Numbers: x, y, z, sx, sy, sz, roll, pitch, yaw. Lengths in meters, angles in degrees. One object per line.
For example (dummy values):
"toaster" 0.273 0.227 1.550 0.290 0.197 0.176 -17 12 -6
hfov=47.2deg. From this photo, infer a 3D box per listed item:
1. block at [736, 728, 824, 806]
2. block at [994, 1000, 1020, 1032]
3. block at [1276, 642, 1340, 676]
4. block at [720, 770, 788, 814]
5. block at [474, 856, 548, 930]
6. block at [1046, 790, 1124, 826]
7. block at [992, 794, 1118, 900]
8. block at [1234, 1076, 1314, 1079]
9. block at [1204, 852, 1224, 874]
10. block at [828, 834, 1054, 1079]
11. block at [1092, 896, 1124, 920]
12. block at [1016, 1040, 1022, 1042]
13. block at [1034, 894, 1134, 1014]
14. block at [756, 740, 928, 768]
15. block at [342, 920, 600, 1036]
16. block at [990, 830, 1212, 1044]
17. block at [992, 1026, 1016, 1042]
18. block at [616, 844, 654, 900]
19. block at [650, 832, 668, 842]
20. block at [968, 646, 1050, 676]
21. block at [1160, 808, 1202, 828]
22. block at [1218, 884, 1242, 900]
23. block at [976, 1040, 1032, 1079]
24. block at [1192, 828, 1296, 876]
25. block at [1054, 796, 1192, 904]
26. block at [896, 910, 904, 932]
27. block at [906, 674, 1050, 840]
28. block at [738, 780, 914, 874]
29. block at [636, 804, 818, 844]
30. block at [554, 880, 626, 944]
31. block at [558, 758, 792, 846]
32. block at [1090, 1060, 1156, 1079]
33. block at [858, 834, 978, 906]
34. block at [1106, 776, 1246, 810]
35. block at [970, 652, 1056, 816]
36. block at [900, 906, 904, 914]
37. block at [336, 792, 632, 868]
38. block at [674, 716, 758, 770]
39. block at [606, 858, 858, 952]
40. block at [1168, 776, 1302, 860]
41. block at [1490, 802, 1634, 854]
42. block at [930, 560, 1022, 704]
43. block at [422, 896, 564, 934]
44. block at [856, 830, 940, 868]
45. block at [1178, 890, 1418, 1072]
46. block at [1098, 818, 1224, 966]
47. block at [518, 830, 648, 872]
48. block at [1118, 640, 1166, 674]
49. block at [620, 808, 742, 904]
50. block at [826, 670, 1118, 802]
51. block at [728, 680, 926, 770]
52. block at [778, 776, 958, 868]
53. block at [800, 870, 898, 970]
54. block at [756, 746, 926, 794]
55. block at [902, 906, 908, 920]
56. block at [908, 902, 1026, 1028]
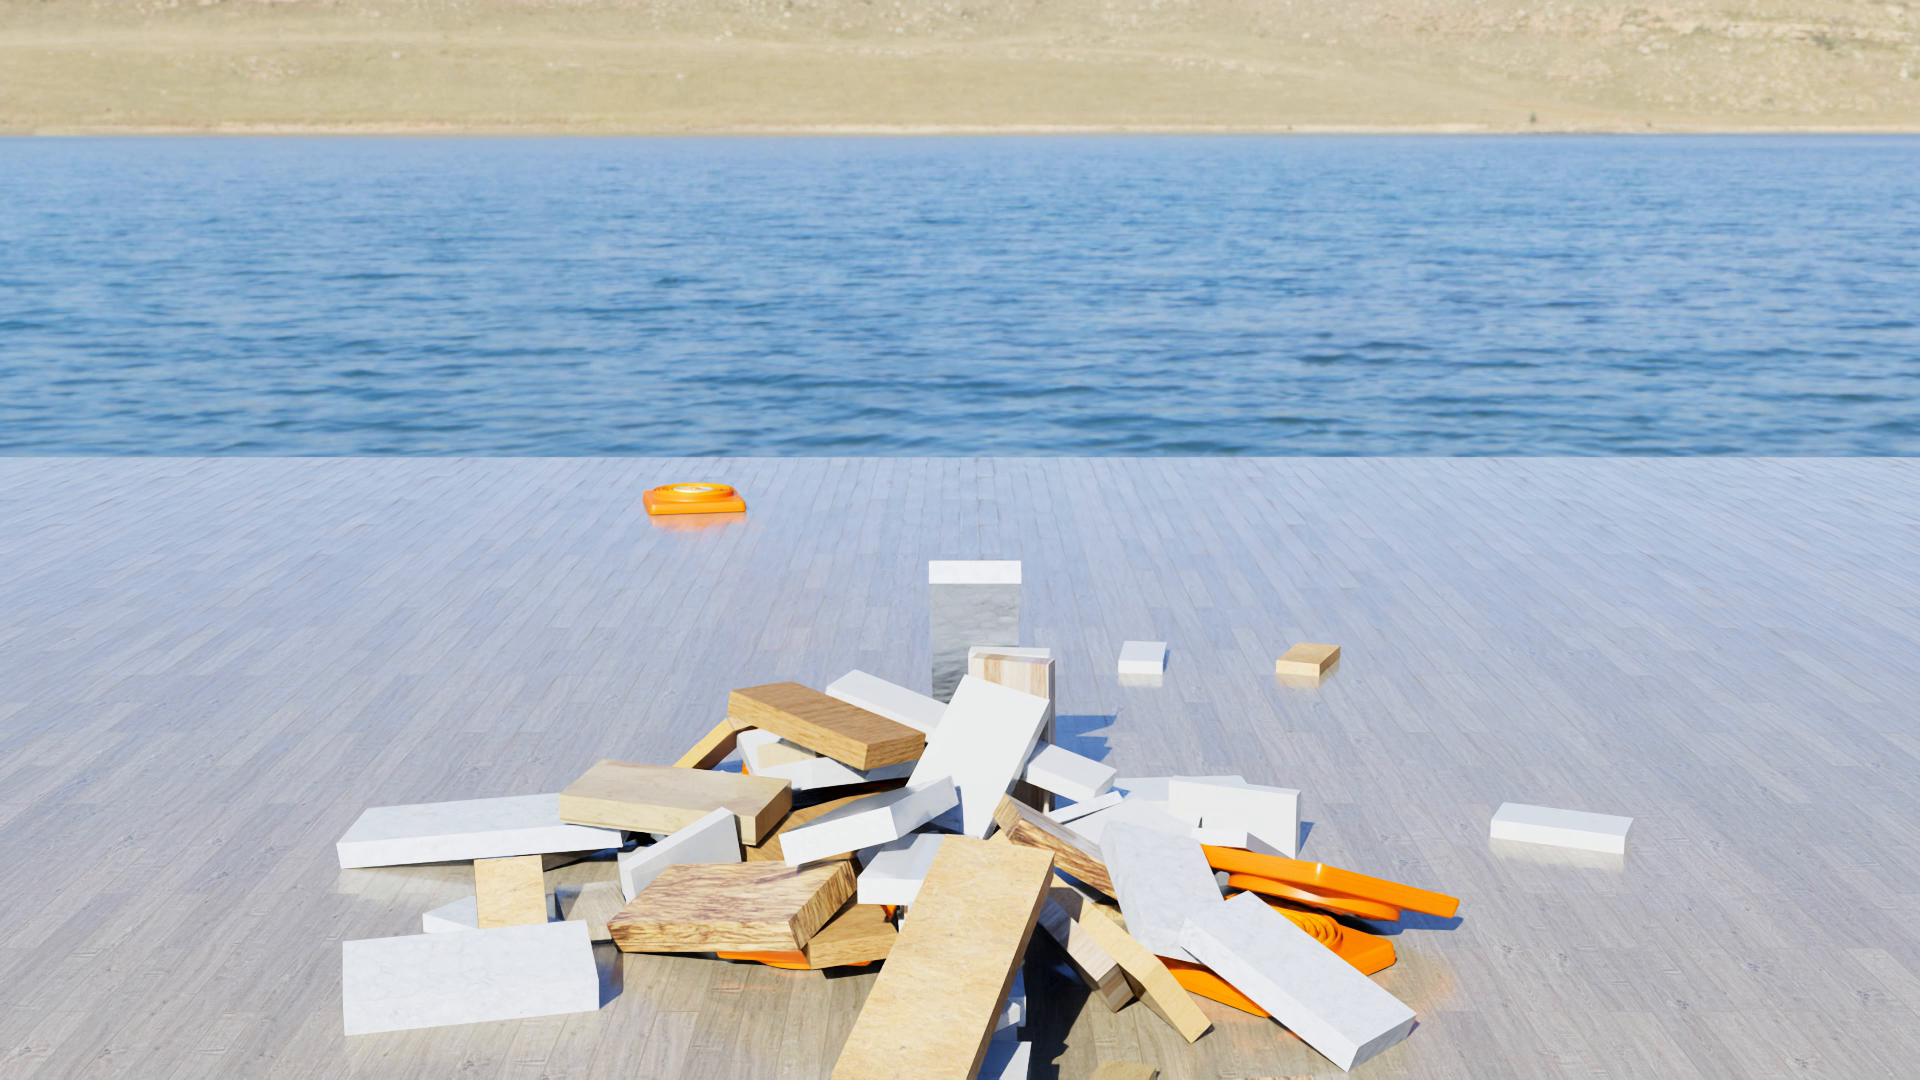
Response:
"block" -0.341 0.428 4.148 0.110 0.031 0.221 -8 31 -17
"block" -0.001 0.592 2.819 0.073 0.021 0.147 -14 22 -41
"block" 0.831 0.283 5.241 0.103 0.029 0.205 4 11 23
"block" -0.395 0.484 3.933 0.200 0.028 0.100 26 34 35
"block" -0.693 0.577 3.399 0.103 0.029 0.206 -2 39 -14
"block" 0.198 0.477 3.760 0.158 0.079 0.022 -12 60 -37
"block" 0.192 0.500 3.457 0.283 0.040 0.142 30 3 -12
"block" 0.406 0.745 2.725 0.142 0.040 0.283 -1 11 -7
"block" 0.362 0.542 3.736 0.087 0.025 0.174 -31 25 -18
"block" -0.023 0.566 2.768 0.154 0.044 0.632 7 26 12
"block" 0.209 0.593 3.588 0.174 0.025 0.087 0 11 0
"block" 0.004 0.759 2.630 0.167 0.047 0.675 0 11 0
"block" 0.138 0.561 3.191 0.038 0.133 0.266 -41 57 -10
"block" -0.196 0.385 4.099 0.329 0.047 0.165 -1 -10 -44
"block" -0.715 0.636 3.210 0.355 0.050 0.177 -3 20 -15
"block" 0.192 0.577 3.250 0.040 0.142 0.496 -43 28 -10
"block" -0.001 0.655 3.031 0.150 0.042 0.300 0 -2 0
"block" -0.522 0.566 3.717 0.106 0.030 0.239 -2 11 -11
"block" -0.437 0.484 3.819 0.184 0.026 0.092 -28 42 -36
"block" 0.094 0.350 4.139 0.149 0.298 0.042 1 16 7
"block" 0.317 0.509 3.875 0.200 0.028 0.100 9 33 12
"block" 0.407 0.592 3.609 0.126 0.018 0.063 -5 12 -25
"block" -0.006 0.700 2.688 0.166 0.047 0.333 1 11 5
"block" 0.471 0.516 3.636 0.092 0.026 0.287 1 -17 25
"block" 0.227 0.523 3.647 0.327 0.046 0.163 -16 26 -35
"block" -0.028 0.590 3.354 0.134 0.038 0.268 -1 -6 -3
"block" 0.023 0.393 3.886 0.165 0.047 0.329 16 49 16
"block" -0.177 0.515 3.818 0.466 0.050 0.177 -10 27 -45
"block" -0.337 0.516 3.981 0.490 0.031 0.110 -3 11 -15
"block" -0.590 0.600 3.537 0.103 0.029 0.206 -3 11 -16
"block" -0.485 0.446 3.763 0.355 0.050 0.177 4 16 15
"block" 0.204 0.725 2.887 0.073 0.021 0.147 4 11 19
"block" -0.059 0.493 3.300 0.133 0.038 0.266 0 7 10
"block" 0.394 0.486 4.115 0.298 0.042 0.149 -1 11 -5
"block" 0.099 0.363 4.070 0.149 0.298 0.042 4 13 19
"block" -0.030 0.564 3.535 0.134 0.038 0.268 -1 -3 -2
"block" -0.818 0.502 3.843 0.496 0.046 0.163 -5 15 5
"block" -0.472 0.400 4.284 0.200 0.028 0.100 -42 -17 35
"block" -0.350 0.561 3.375 0.354 0.050 0.177 -7 20 33
"block" 0.485 0.490 3.891 0.232 0.116 0.033 5 11 23
"block" 1.085 0.518 3.964 0.232 0.033 0.116 5 12 24
"block" 0.028 0.237 4.230 0.165 0.047 0.670 0 -32 0
"block" -0.739 0.610 3.479 0.206 0.029 0.103 7 13 34
"block" -0.089 0.544 3.718 0.158 0.079 0.022 -8 -31 -36
"block" 0.474 0.618 3.103 0.309 0.044 0.154 34 29 33
"block" 0.314 0.532 3.319 0.154 0.044 0.309 14 20 -12
"block" -0.666 0.523 3.859 0.212 0.030 0.106 -16 17 -30
"block" 0.438 0.280 5.258 0.103 0.029 0.205 2 11 8
"block" -0.452 0.529 3.572 0.212 0.106 0.030 -27 31 -38
"block" 0.017 0.357 4.011 0.540 0.033 0.116 20 20 19
"block" -0.240 0.328 3.928 0.327 0.046 0.163 18 14 35
"block" -0.138 0.448 3.539 0.177 0.050 0.488 -16 -3 10
"block" -0.192 0.578 3.370 0.133 0.038 0.266 -6 14 -15
"block" -0.169 0.416 3.988 0.354 0.050 0.177 -2 -9 -37
"block" -0.027 0.523 3.369 0.134 0.038 0.268 -1 7 -5
"block" 0.005 0.575 3.001 0.150 0.042 0.300 0 15 -2
